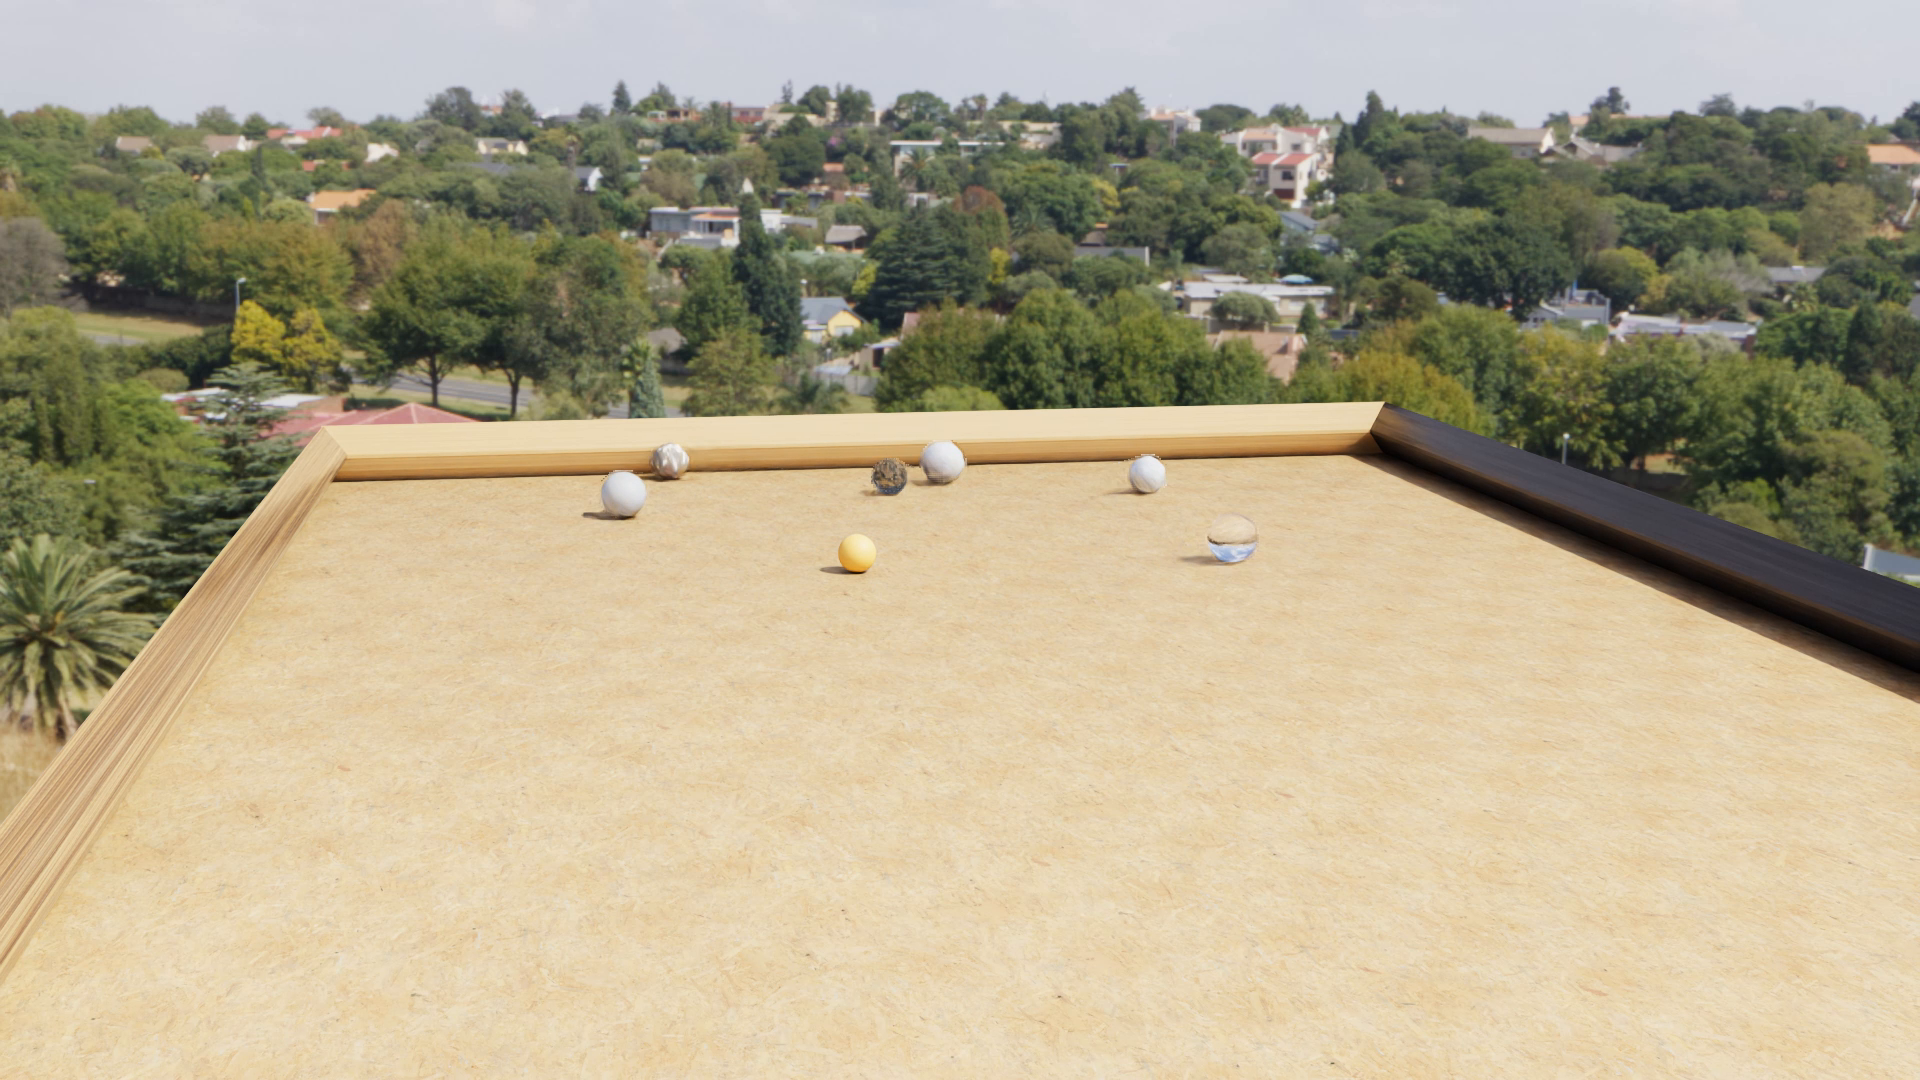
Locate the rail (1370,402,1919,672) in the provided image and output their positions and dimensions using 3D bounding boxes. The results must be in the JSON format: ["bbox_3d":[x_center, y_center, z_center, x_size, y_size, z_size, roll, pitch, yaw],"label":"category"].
[{"bbox_3d":[1.102,0.122,2.451,0.045,0.097,3.638,-2,11,-10],"label":"rail"}]

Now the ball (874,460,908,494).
[{"bbox_3d":[-0.119,-0.107,3.750,0.059,0.059,0.059,0,11,0],"label":"ball"}]

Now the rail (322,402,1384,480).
[{"bbox_3d":[-0.152,-0.180,4.027,1.968,0.097,0.045,-2,11,-10],"label":"rail"}]

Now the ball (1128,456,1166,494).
[{"bbox_3d":[0.321,-0.111,3.761,0.063,0.063,0.063,0,11,0],"label":"ball"}]

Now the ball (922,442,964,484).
[{"bbox_3d":[-0.030,-0.136,3.859,0.075,0.075,0.075,0,11,0],"label":"ball"}]

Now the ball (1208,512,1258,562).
[{"bbox_3d":[0.393,-0.003,3.173,0.072,0.072,0.072,0,11,0],"label":"ball"}]

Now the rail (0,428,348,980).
[{"bbox_3d":[-0.791,0.184,2.129,0.045,0.097,3.638,-2,11,-10],"label":"rail"}]

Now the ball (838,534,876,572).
[{"bbox_3d":[-0.145,0.019,3.106,0.054,0.054,0.054,0,11,0],"label":"ball"}]

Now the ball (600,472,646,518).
[{"bbox_3d":[-0.540,-0.073,3.533,0.074,0.074,0.074,0,11,0],"label":"ball"}]

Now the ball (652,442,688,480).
[{"bbox_3d":[-0.514,-0.140,3.904,0.065,0.065,0.065,0,11,0],"label":"ball"}]
